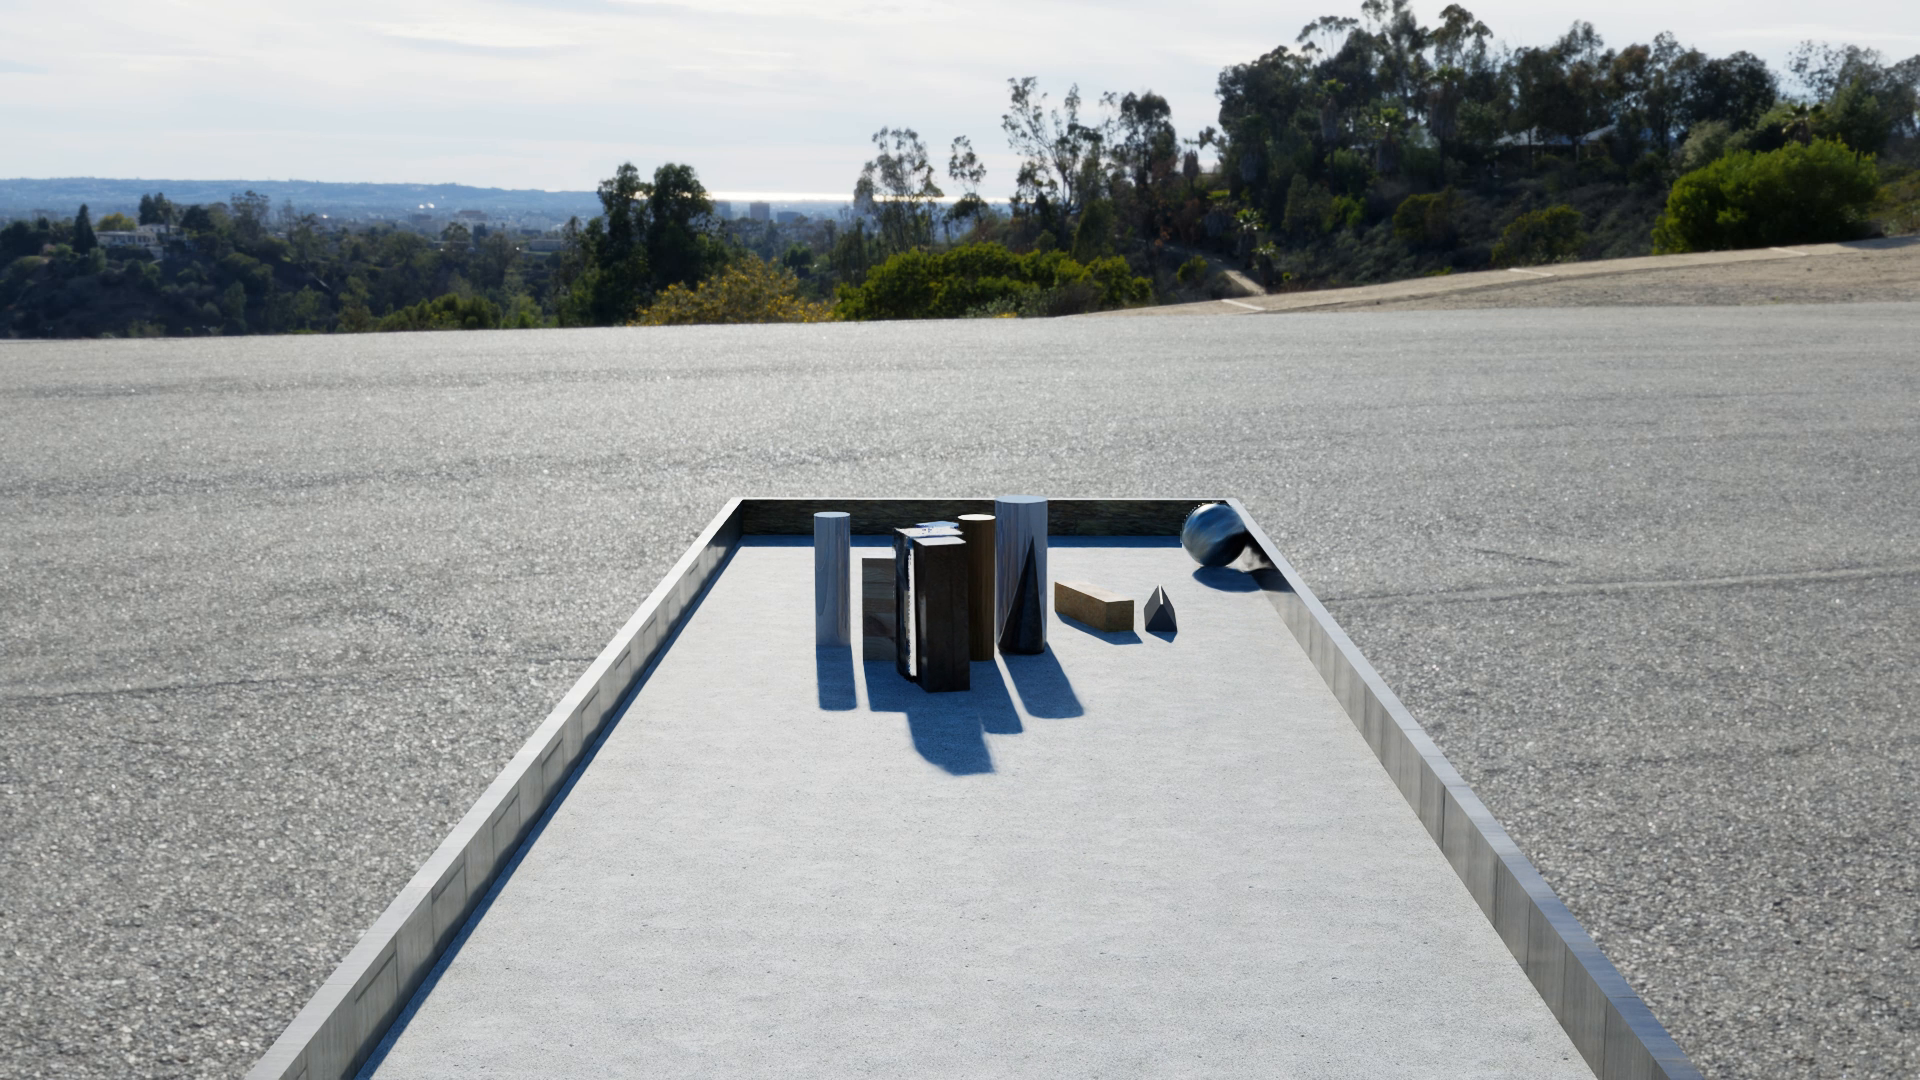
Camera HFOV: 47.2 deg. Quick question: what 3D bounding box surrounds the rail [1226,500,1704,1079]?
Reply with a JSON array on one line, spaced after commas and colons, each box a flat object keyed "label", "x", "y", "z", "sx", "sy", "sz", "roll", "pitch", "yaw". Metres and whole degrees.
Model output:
[{"label": "rail", "x": 1.046, "y": 0.843, "z": 3.208, "sx": 0.050, "sy": 0.150, "sz": 12.000, "roll": 0, "pitch": 9, "yaw": 1}]

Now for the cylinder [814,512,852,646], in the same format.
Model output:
[{"label": "cylinder", "x": -0.401, "y": 0.123, "z": 6.917, "sx": 0.113, "sy": 0.411, "sz": 0.113, "roll": 0, "pitch": 9, "yaw": 0}]

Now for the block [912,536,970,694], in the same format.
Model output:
[{"label": "block", "x": -0.053, "y": 0.212, "z": 6.300, "sx": 0.125, "sy": 0.426, "sz": 0.125, "roll": -4, "pitch": 10, "yaw": -16}]

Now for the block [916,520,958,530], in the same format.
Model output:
[{"label": "block", "x": -0.061, "y": 0.138, "z": 6.937, "sx": 0.111, "sy": 0.377, "sz": 0.111, "roll": -8, "pitch": 12, "yaw": -40}]

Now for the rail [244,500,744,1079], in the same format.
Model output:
[{"label": "rail", "x": -1.004, "y": 0.839, "z": 3.234, "sx": 0.050, "sy": 0.150, "sz": 12.000, "roll": 0, "pitch": 9, "yaw": 1}]

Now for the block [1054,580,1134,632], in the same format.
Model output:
[{"label": "block", "x": 0.443, "y": 0.217, "z": 7.318, "sx": 0.100, "sy": 0.100, "sz": 0.408, "roll": -4, "pitch": 10, "yaw": -22}]

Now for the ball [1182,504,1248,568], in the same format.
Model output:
[{"label": "ball", "x": 0.966, "y": -0.017, "z": 8.338, "sx": 0.244, "sy": 0.244, "sz": 0.244, "roll": 0, "pitch": 9, "yaw": 0}]

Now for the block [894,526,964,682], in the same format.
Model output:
[{"label": "block", "x": -0.088, "y": 0.187, "z": 6.444, "sx": 0.165, "sy": 0.428, "sz": 0.165, "roll": -3, "pitch": 8, "yaw": -16}]

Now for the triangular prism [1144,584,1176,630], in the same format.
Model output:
[{"label": "triangular prism", "x": 0.666, "y": 0.222, "z": 7.311, "sx": 0.103, "sy": 0.089, "sz": 0.366, "roll": 1, "pitch": 9, "yaw": 4}]

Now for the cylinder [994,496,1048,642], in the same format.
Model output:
[{"label": "cylinder", "x": 0.193, "y": 0.095, "z": 6.950, "sx": 0.166, "sy": 0.455, "sz": 0.166, "roll": 0, "pitch": 10, "yaw": 0}]

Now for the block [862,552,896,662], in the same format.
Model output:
[{"label": "block", "x": -0.240, "y": 0.203, "z": 6.717, "sx": 0.104, "sy": 0.317, "sz": 0.104, "roll": 1, "pitch": 9, "yaw": 6}]

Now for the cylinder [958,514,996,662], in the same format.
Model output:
[{"label": "cylinder", "x": 0.050, "y": 0.146, "z": 6.701, "sx": 0.112, "sy": 0.434, "sz": 0.112, "roll": 0, "pitch": 9, "yaw": 0}]

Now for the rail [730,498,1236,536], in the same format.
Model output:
[{"label": "rail", "x": 0.099, "y": -0.098, "z": 9.147, "sx": 2.100, "sy": 0.150, "sz": 0.050, "roll": 0, "pitch": 9, "yaw": 1}]

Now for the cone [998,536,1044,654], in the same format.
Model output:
[{"label": "cone", "x": 0.208, "y": 0.160, "z": 6.802, "sx": 0.147, "sy": 0.362, "sz": 0.147, "roll": 6, "pitch": 10, "yaw": -1}]
